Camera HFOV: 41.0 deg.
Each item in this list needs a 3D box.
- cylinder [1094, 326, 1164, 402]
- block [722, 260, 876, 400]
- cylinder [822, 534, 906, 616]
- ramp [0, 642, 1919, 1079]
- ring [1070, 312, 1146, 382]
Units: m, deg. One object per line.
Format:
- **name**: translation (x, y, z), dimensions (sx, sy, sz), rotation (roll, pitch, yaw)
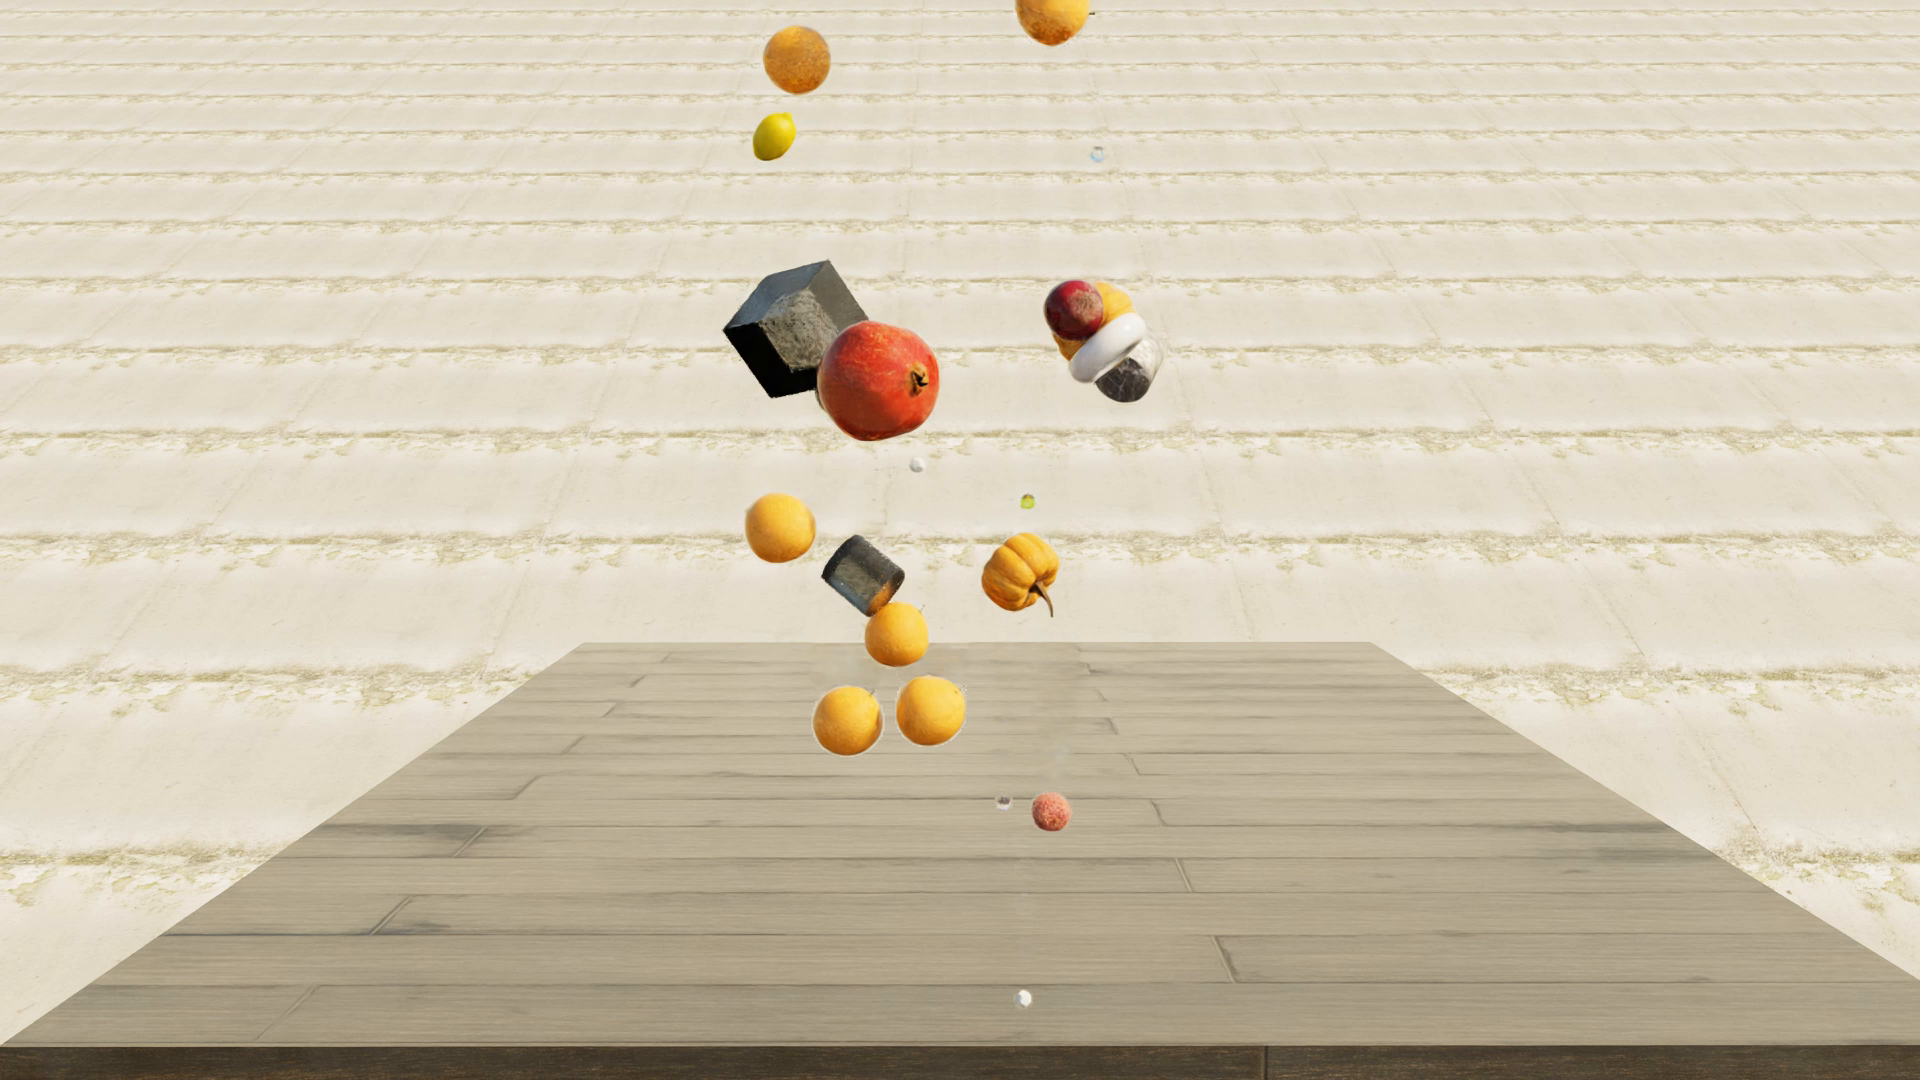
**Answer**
- **cylinder**: translation (0.180, -0.188, 2.727), dimensions (0.061, 0.061, 0.061), rotation (7, 40, 19)
- **block**: translation (-0.162, -0.213, 2.600), dimensions (0.091, 0.091, 0.091), rotation (-9, 36, 41)
- **cylinder**: translation (-0.105, 0.039, 2.812), dimensions (0.065, 0.065, 0.065), rotation (40, 34, 14)
- **ramp**: translation (0.047, 0.429, 4.533), dimensions (2.000, 0.100, 4.000), rotation (0, 3, 0)
- **ring**: translation (0.144, -0.187, 2.508), dimensions (0.030, 0.089, 0.089), rotation (50, 35, 6)
